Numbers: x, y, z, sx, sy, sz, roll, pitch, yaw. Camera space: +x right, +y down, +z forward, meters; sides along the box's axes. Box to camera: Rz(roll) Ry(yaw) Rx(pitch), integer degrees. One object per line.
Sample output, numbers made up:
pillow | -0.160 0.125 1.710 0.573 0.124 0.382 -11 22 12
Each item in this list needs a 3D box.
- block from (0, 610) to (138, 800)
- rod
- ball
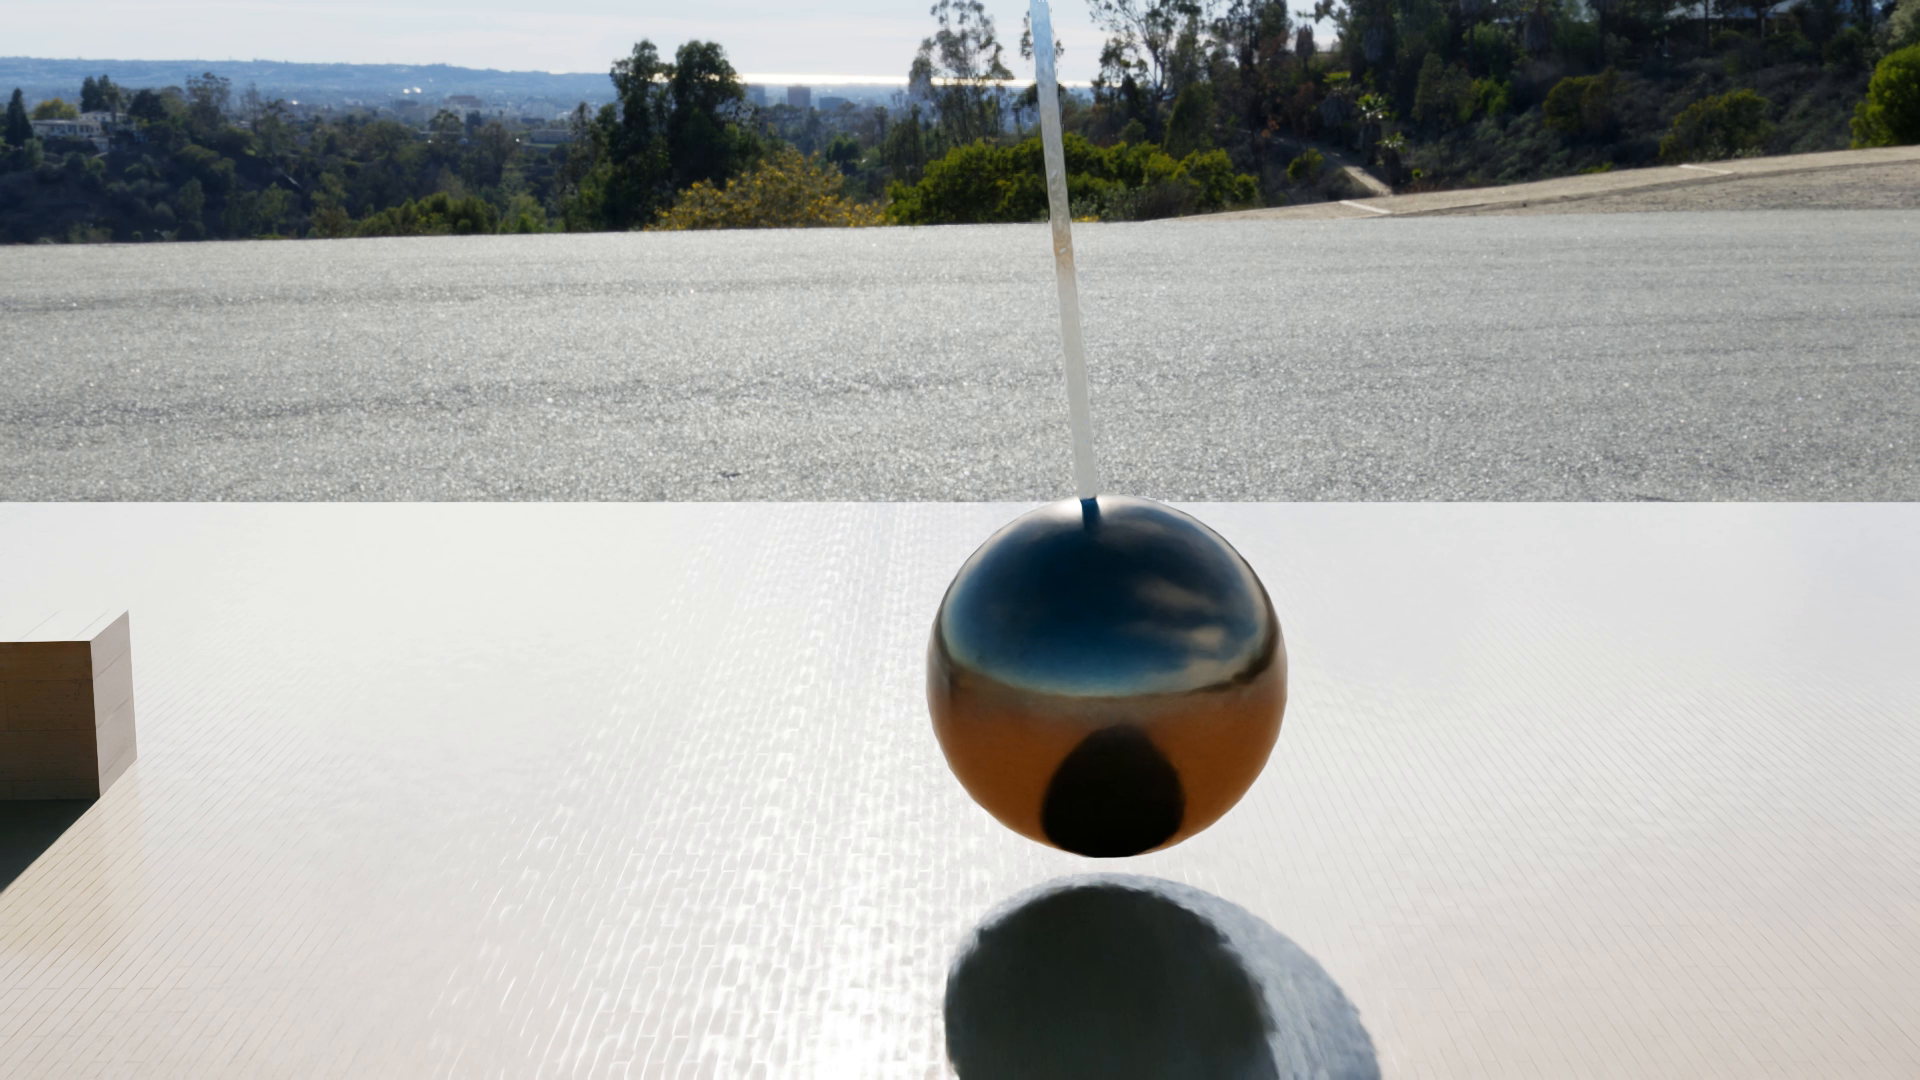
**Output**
block | -4.571 0.815 12.869 0.649 0.792 0.745 -1 10 -4
rod | 0.278 -2.728 10.684 0.080 5.200 0.080 -6 10 1
ball | 0.641 0.598 11.289 1.600 1.600 1.600 0 10 0
